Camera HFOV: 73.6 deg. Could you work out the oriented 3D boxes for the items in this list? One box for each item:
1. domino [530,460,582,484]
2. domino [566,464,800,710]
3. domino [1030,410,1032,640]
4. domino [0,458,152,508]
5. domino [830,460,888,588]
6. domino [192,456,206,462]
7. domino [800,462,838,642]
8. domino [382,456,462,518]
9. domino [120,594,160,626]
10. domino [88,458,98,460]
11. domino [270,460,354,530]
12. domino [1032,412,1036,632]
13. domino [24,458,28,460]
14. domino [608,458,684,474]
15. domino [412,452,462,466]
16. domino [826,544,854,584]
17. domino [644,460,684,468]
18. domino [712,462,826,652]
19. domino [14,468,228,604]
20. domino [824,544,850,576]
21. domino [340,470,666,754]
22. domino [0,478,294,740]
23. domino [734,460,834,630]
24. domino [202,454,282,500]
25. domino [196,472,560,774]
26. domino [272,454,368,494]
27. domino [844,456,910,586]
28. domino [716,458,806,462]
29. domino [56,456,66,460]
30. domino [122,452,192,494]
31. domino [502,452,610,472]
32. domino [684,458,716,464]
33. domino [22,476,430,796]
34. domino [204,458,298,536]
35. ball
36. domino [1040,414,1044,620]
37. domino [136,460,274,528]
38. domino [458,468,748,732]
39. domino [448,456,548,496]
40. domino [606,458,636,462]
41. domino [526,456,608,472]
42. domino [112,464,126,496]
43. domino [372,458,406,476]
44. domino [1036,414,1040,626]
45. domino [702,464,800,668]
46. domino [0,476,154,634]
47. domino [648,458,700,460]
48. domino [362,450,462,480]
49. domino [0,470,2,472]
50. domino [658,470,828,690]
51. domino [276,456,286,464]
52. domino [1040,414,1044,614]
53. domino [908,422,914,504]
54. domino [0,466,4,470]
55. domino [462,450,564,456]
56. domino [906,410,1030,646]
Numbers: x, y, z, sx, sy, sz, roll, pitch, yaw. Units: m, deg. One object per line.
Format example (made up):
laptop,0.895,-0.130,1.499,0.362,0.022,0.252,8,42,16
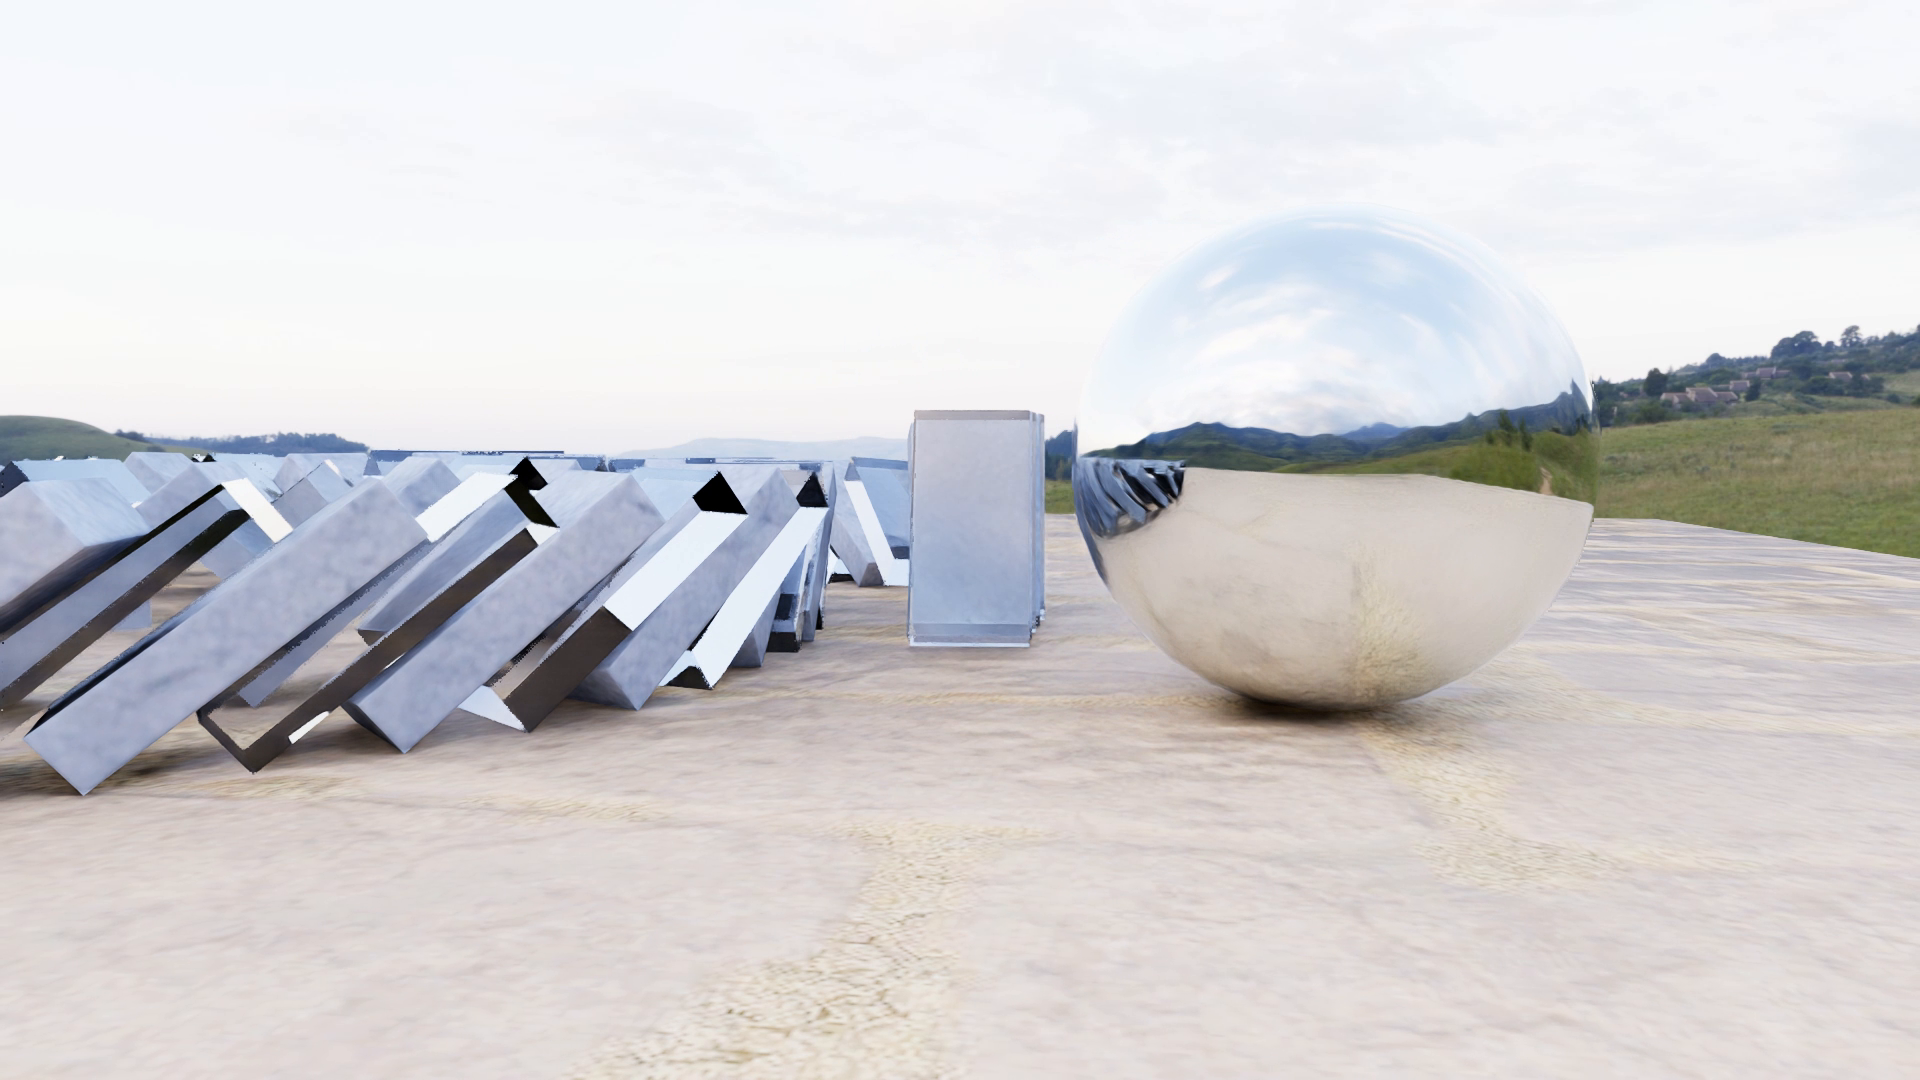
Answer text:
domino,-0.100,0.003,0.267,0.025,0.009,0.050,2,44,23
domino,-0.052,0.006,0.224,0.025,0.010,0.050,3,44,34
domino,0.003,-0.004,0.284,0.025,0.050,0.009,0,-18,3
domino,-0.158,0.007,0.205,0.050,0.009,0.025,-41,4,2
domino,-0.030,-0.006,0.400,0.025,0.009,0.050,-3,41,-36
domino,-0.209,-0.006,0.389,0.050,0.010,0.025,39,-6,-13
domino,-0.043,0.002,0.293,0.025,0.009,0.050,0,42,2
domino,-0.114,0.005,0.233,0.050,0.009,0.025,-48,28,-22
domino,-0.217,0.016,0.295,0.025,0.009,0.050,3,5,38
domino,-0.265,-0.008,0.423,0.050,0.009,0.025,39,-16,-25
domino,-0.127,0.006,0.222,0.050,0.010,0.025,-44,20,-16
domino,0.005,-0.004,0.294,0.025,0.050,0.009,0,-18,3
domino,-0.278,-0.007,0.412,0.050,0.009,0.025,42,-21,-31
domino,-0.081,-0.004,0.367,0.025,0.010,0.050,-3,43,-39
domino,-0.124,-0.002,0.331,0.025,0.010,0.050,-3,47,-34
domino,-0.043,-0.007,0.412,0.025,0.009,0.050,-4,42,-43
domino,-0.069,-0.003,0.355,0.025,0.009,0.050,-3,43,-31
domino,-0.045,0.003,0.277,0.025,0.010,0.050,0,42,2
domino,-0.207,0.000,0.317,0.050,0.009,0.025,39,-19,-31
domino,-0.057,-0.008,0.422,0.025,0.009,0.050,-5,43,-48
domino,-0.071,0.009,0.195,0.025,0.010,0.050,6,45,50
domino,-0.111,0.011,0.164,0.050,0.009,0.025,-40,18,-15
domino,-0.044,0.000,0.309,0.025,0.009,0.050,0,42,-1
domino,-0.177,-0.003,0.343,0.050,0.009,0.025,41,7,3
domino,-0.083,0.010,0.183,0.050,0.010,0.025,-44,25,-23
domino,-0.157,-0.003,0.344,0.050,0.009,0.025,44,19,14
domino,-0.016,-0.006,0.390,0.025,0.009,0.050,3,38,-25
domino,-0.049,-0.001,0.326,0.025,0.009,0.050,0,43,-11
domino,-0.237,-0.005,0.368,0.050,0.009,0.025,44,-23,-31
domino,-0.194,-0.003,0.338,0.050,0.010,0.025,41,-2,-7
domino,-0.100,0.000,0.302,0.025,0.009,0.050,1,45,0
domino,-0.058,-0.002,0.341,0.025,0.009,0.050,-2,43,-21
domino,-0.097,0.011,0.173,0.050,0.009,0.025,-42,21,-19
domino,-0.235,-0.009,0.441,0.050,0.010,0.025,37,-7,-16
ball,0.058,-0.013,0.205,0.080,0.080,0.080,0,4,0
domino,0.008,-0.006,0.314,0.025,0.050,0.009,0,-18,3
domino,-0.141,0.007,0.213,0.050,0.010,0.025,-42,14,-9
domino,-0.060,0.008,0.208,0.025,0.010,0.050,5,44,45
domino,-0.105,0.004,0.249,0.025,0.009,0.050,3,47,39
domino,-0.094,-0.005,0.379,0.025,0.010,0.050,-4,44,-45
domino,-0.098,0.001,0.285,0.025,0.009,0.050,1,45,12
domino,-0.224,-0.006,0.382,0.050,0.009,0.025,40,-11,-19
domino,-0.159,-0.006,0.399,0.050,0.009,0.025,38,9,4
domino,0.006,-0.005,0.304,0.025,0.050,0.009,0,-18,3
domino,-0.049,0.004,0.261,0.025,0.009,0.050,0,42,6
domino,-0.127,0.012,0.156,0.050,0.009,0.025,-39,13,-10
domino,-0.086,-0.009,0.441,0.050,0.009,0.025,43,25,24
domino,-0.137,-0.003,0.341,0.025,0.009,0.050,-3,47,-45
domino,-0.175,0.008,0.202,0.050,0.010,0.025,-40,-5,15
domino,-0.047,0.006,0.241,0.025,0.010,0.050,2,41,24
domino,-0.193,-0.006,0.395,0.050,0.009,0.025,38,-1,-7
domino,0.009,-0.007,0.324,0.025,0.050,0.010,0,-18,3
domino,-0.002,-0.010,0.371,0.025,0.050,0.010,2,-27,-9
domino,-0.248,-0.003,0.354,0.025,0.009,0.050,4,-32,44
domino,-0.110,-0.002,0.318,0.025,0.010,0.050,-1,47,-18
domino,0.002,-0.003,0.273,0.025,0.050,0.010,0,-18,3
